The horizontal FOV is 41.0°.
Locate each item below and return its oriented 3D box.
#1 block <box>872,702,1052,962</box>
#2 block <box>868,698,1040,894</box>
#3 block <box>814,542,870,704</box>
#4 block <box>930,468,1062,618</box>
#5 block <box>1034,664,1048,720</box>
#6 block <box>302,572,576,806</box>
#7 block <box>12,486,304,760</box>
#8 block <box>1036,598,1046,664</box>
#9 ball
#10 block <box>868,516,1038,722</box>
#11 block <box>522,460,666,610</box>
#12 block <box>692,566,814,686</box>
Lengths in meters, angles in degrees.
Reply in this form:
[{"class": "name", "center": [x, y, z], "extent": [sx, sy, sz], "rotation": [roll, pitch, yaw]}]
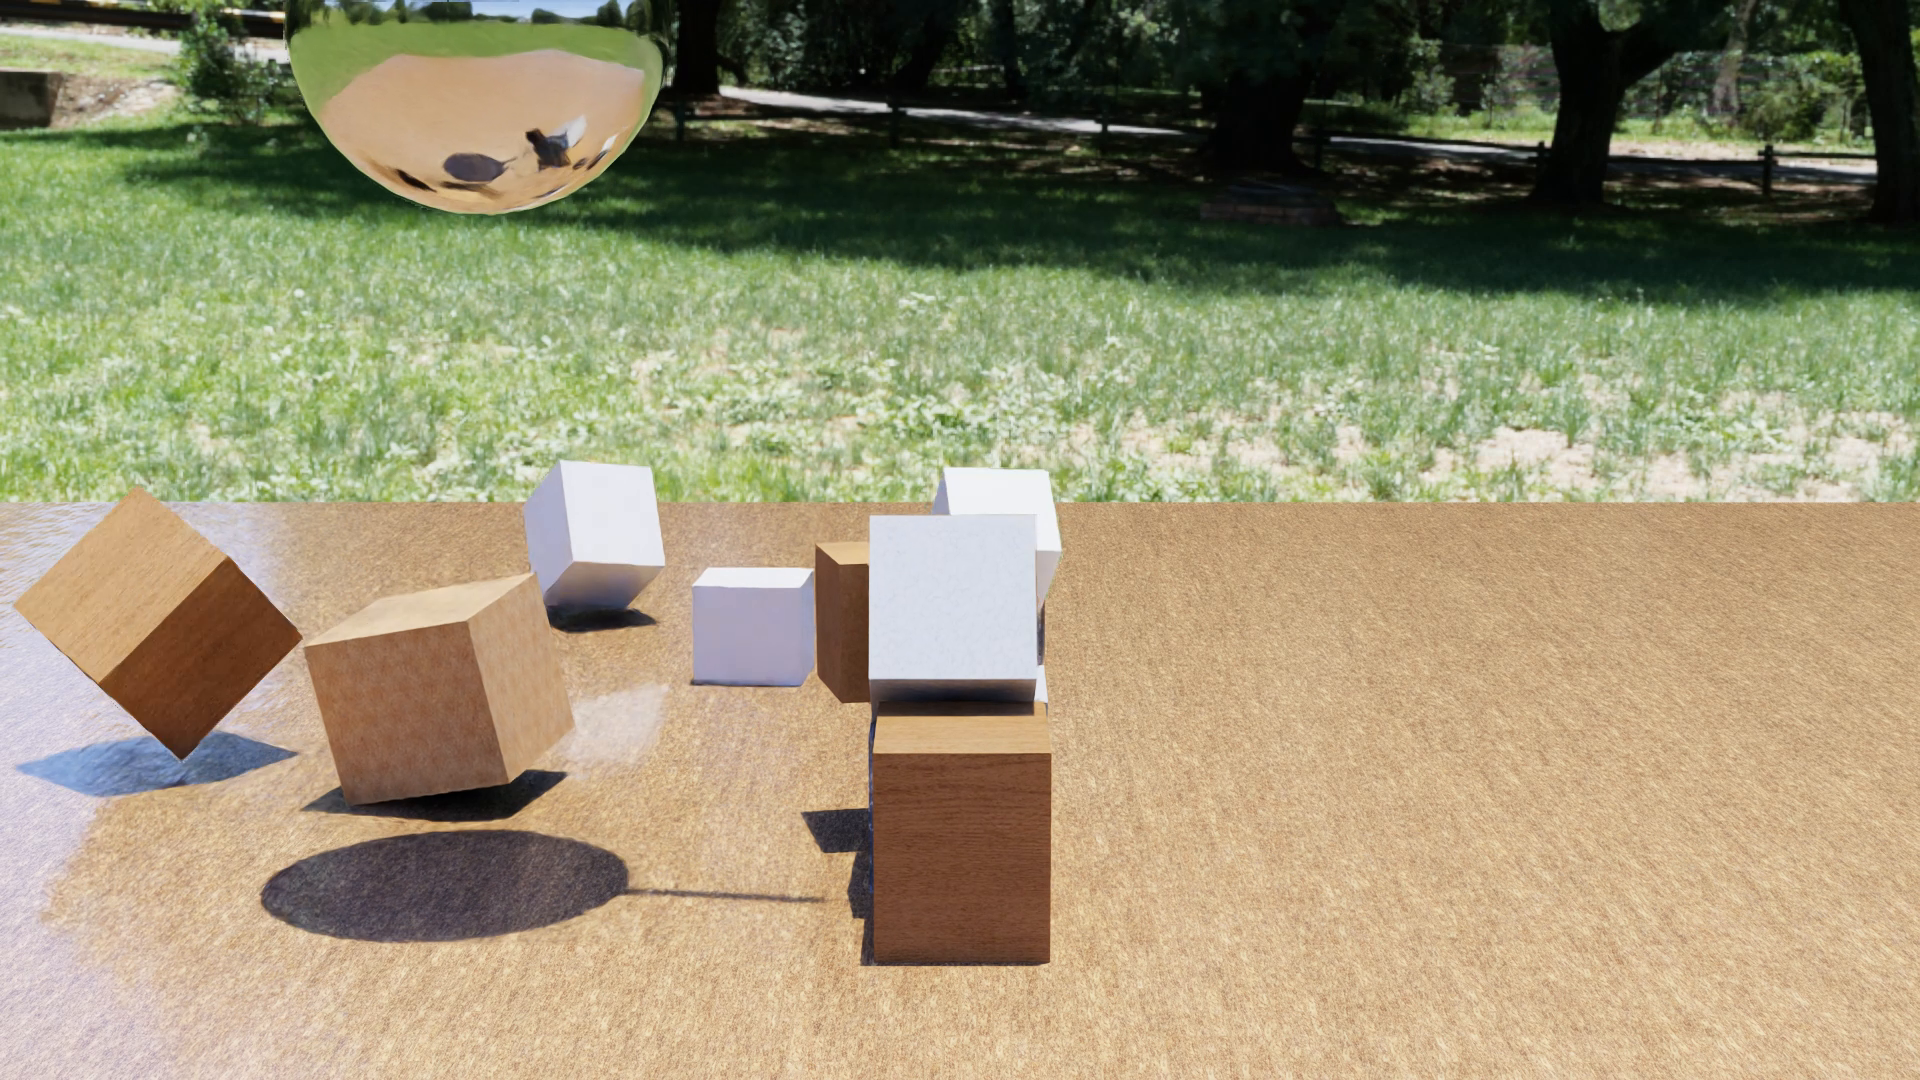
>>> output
[{"class": "block", "center": [0.008, 1.189, 10.603], "extent": [0.705, 0.866, 0.852], "rotation": [0, 10, 0]}, {"class": "block", "center": [-0.014, 1.128, 11.432], "extent": [0.758, 0.691, 0.729], "rotation": [0, 10, 0]}, {"class": "block", "center": [-0.235, 0.364, 11.982], "extent": [0.773, 0.637, 0.687], "rotation": [-2, 8, -12]}, {"class": "block", "center": [0.169, 0.019, 13.871], "extent": [0.576, 0.604, 0.549], "rotation": [2, 52, -13]}, {"class": "block", "center": [0.004, 1.004, 12.179], "extent": [0.803, 0.667, 0.764], "rotation": [0, 10, 0]}, {"class": "block", "center": [-2.549, 0.728, 12.651], "extent": [0.873, 0.819, 0.862], "rotation": [-9, 12, 15]}, {"class": "block", "center": [-4.112, 0.420, 13.177], "extent": [0.879, 0.756, 0.873], "rotation": [31, 71, 36]}, {"class": "block", "center": [0.219, 0.453, 15.482], "extent": [0.565, 0.571, 0.584], "rotation": [1, 10, 4]}, {"class": "ball", "center": [-2.017, -2.173, 10.785], "extent": [1.600, 1.600, 1.600], "rotation": [0, 10, 0]}, {"class": "block", "center": [-0.035, 0.348, 11.100], "extent": [0.700, 0.722, 0.681], "rotation": [0, -19, -1]}, {"class": "block", "center": [-2.396, -0.027, 16.761], "extent": [0.639, 0.718, 0.663], "rotation": [4, -28, -31]}, {"class": "block", "center": [-1.212, 0.506, 15.124], "extent": [0.633, 0.585, 0.536], "rotation": [1, 11, 5]}]
